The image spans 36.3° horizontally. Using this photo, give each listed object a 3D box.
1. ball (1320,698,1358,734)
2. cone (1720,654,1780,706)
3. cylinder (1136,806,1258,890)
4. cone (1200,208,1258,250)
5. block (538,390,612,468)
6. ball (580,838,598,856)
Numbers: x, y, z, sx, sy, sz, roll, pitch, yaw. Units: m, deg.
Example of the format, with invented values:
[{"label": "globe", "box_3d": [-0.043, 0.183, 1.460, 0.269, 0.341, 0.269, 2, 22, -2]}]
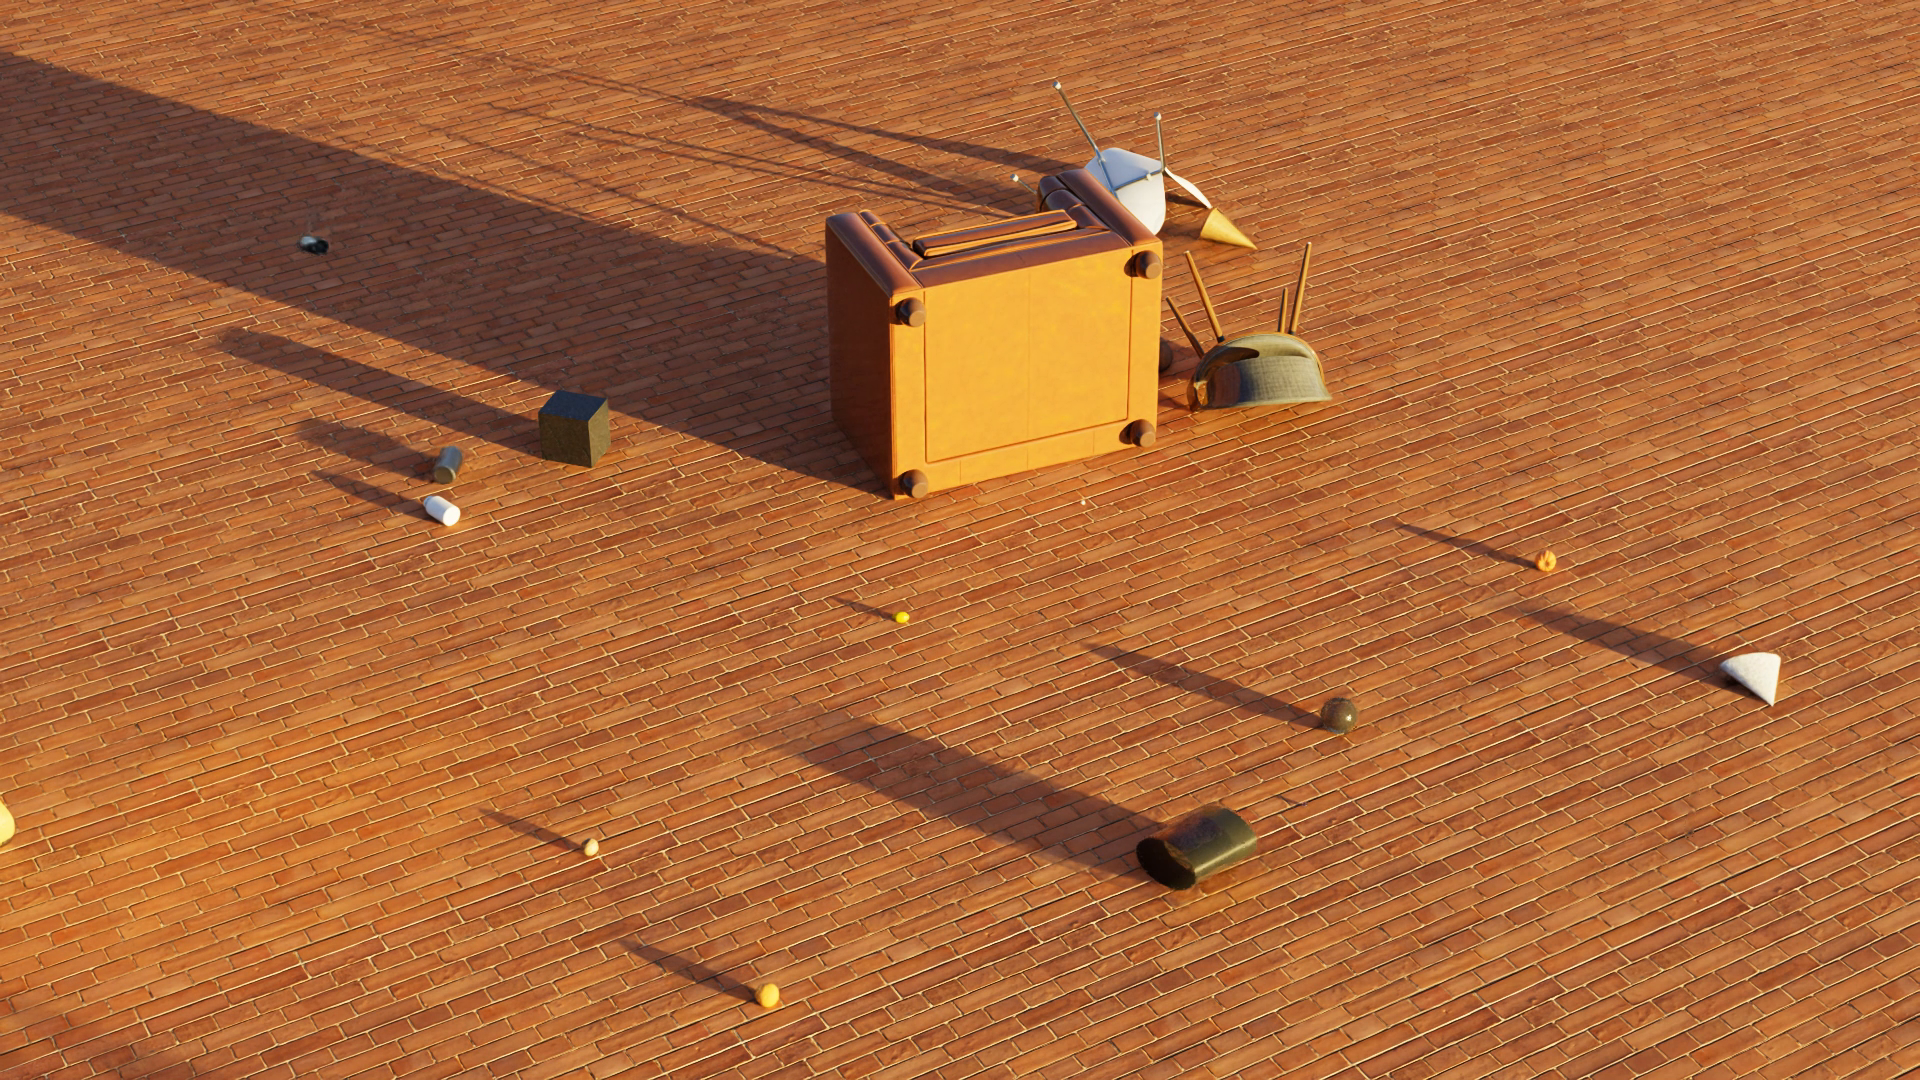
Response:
[{"label": "ball", "box_3d": [1.284, 0.594, 9.931, 0.123, 0.123, 0.123, 0, 33, 0]}, {"label": "cone", "box_3d": [2.770, 0.500, 10.138, 0.239, 0.103, 0.197, -3, 48, -17]}, {"label": "cylinder", "box_3d": [0.749, 0.975, 9.292, 0.261, 0.171, 0.291, -23, 19, -31]}, {"label": "cone", "box_3d": [1.199, -1.336, 12.896, 0.249, 0.153, 0.228, 28, 7, 6]}, {"label": "block", "box_3d": [-1.499, -0.432, 11.407, 0.212, 0.213, 0.181, 10, 35, 15]}, {"label": "ball", "box_3d": [-1.188, 0.984, 9.399, 0.057, 0.057, 0.057, 0, 33, 0]}]
